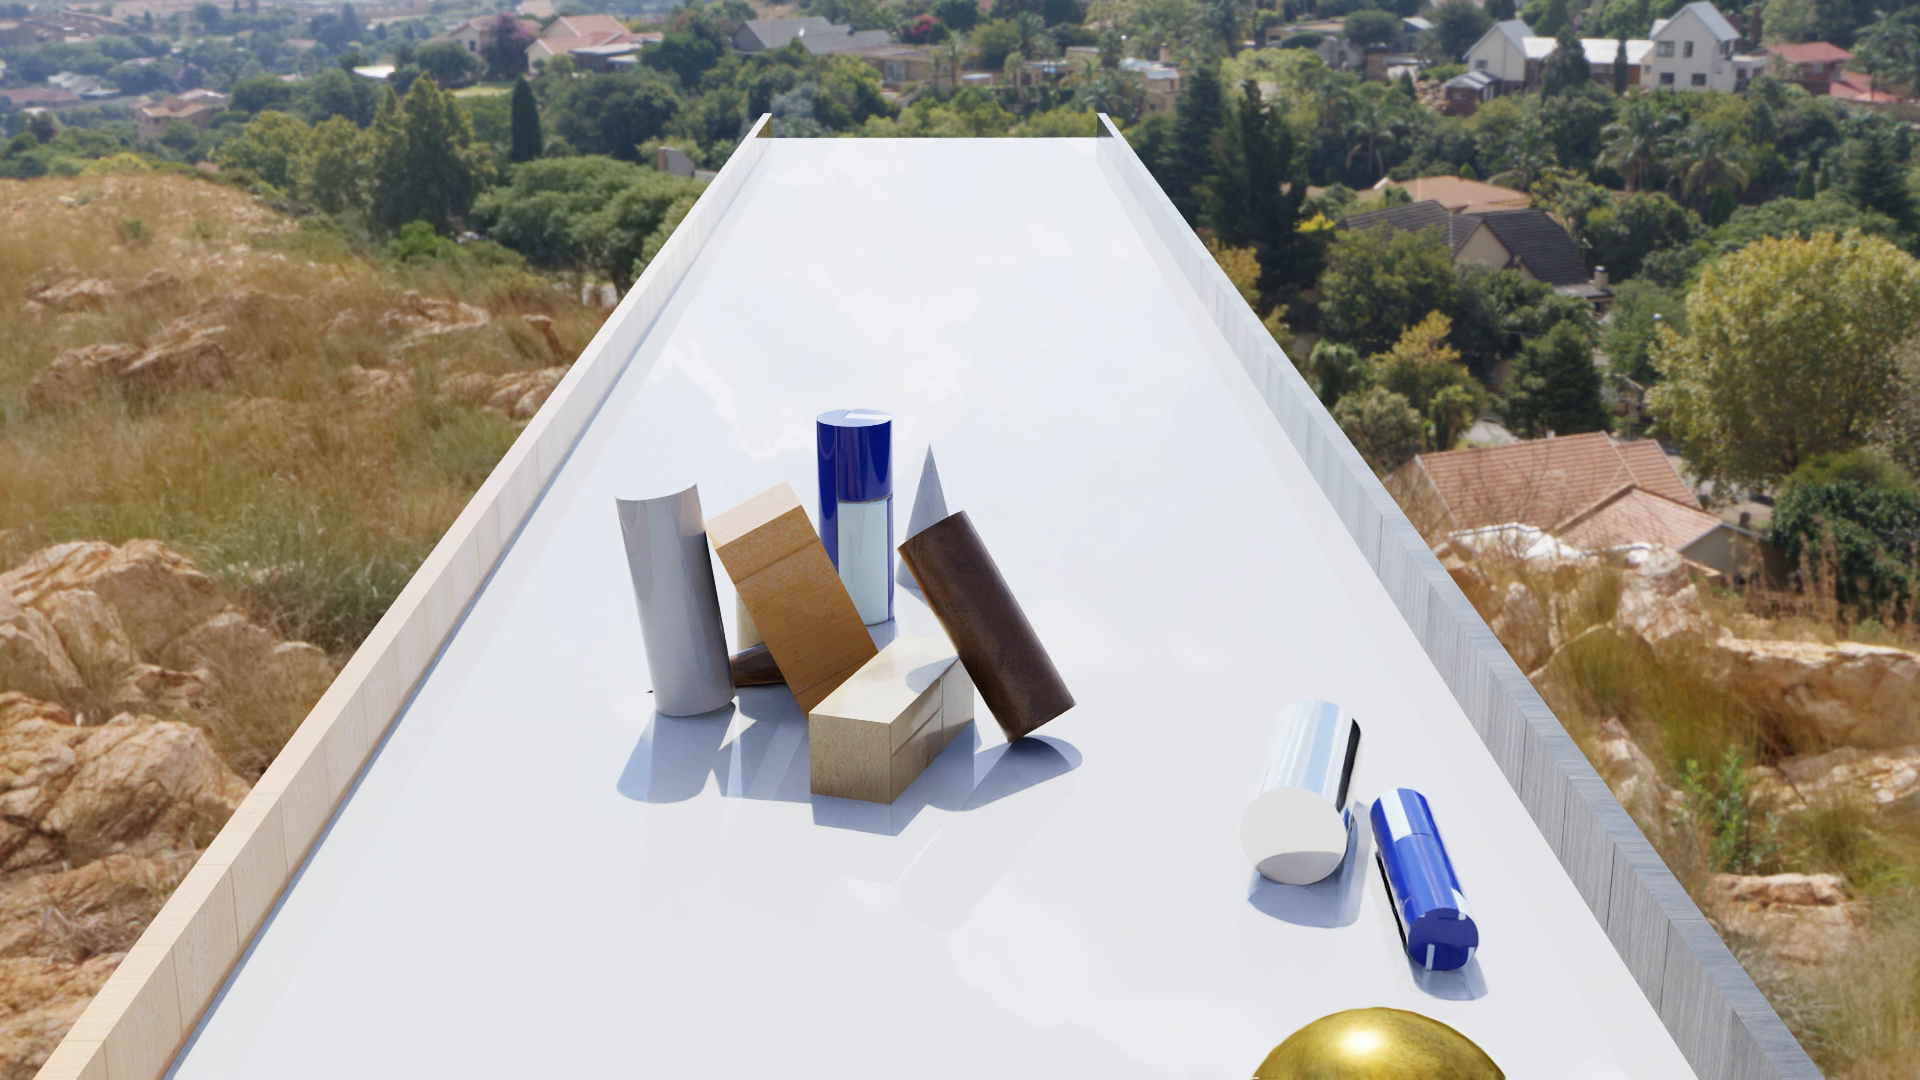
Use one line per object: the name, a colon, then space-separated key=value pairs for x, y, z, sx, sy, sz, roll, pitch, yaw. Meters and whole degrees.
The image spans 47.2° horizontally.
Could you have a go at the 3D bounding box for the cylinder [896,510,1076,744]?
cylinder: x=0.048 y=0.157 z=3.978 sx=0.143 sy=0.406 sz=0.143 roll=-30 pitch=-4 yaw=-2

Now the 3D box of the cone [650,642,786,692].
cone: x=-0.440 y=0.254 z=4.271 sx=0.352 sy=0.119 sz=0.119 roll=-14 pitch=19 yaw=-11

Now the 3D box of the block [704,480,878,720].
block: x=-0.303 y=0.113 z=4.107 sx=0.176 sy=0.383 sz=0.176 roll=-28 pitch=21 yaw=-4

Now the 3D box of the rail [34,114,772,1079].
rail: x=-1.118 y=-0.838 z=7.780 sx=0.050 sy=0.150 sz=12.000 roll=0 pitch=17 yaw=-1

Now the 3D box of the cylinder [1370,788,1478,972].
cylinder: x=0.700 y=0.508 z=3.343 sx=0.100 sy=0.100 sz=0.433 roll=1 pitch=17 yaw=3

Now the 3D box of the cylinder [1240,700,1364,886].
cylinder: x=0.561 y=0.404 z=3.579 sx=0.165 sy=0.165 sz=0.388 roll=4 pitch=17 yaw=13

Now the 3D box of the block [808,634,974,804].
block: x=-0.115 y=0.313 z=3.917 sx=0.147 sy=0.147 sz=0.431 roll=6 pitch=18 yaw=19

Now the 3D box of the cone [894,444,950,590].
cone: x=-0.067 y=-0.065 z=4.890 sx=0.162 sy=0.316 sz=0.162 roll=0 pitch=17 yaw=0

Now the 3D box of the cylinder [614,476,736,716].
cylinder: x=-0.530 y=0.104 z=4.106 sx=0.153 sy=0.423 sz=0.153 roll=-8 pitch=17 yaw=2

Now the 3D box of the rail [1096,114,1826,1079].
rail: x=0.932 y=-0.844 z=7.801 sx=0.050 sy=0.150 sz=12.000 roll=0 pitch=17 yaw=-1

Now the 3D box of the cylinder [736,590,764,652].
cylinder: x=-0.374 y=0.096 z=4.373 sx=0.145 sy=0.302 sz=0.145 roll=0 pitch=16 yaw=0

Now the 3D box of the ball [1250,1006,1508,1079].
ball: x=0.457 y=0.674 z=2.387 sx=0.327 sy=0.327 sz=0.327 roll=0 pitch=17 yaw=0

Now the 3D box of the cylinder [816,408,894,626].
cylinder: x=-0.220 y=-0.047 z=4.628 sx=0.160 sy=0.432 sz=0.160 roll=0 pitch=17 yaw=0
